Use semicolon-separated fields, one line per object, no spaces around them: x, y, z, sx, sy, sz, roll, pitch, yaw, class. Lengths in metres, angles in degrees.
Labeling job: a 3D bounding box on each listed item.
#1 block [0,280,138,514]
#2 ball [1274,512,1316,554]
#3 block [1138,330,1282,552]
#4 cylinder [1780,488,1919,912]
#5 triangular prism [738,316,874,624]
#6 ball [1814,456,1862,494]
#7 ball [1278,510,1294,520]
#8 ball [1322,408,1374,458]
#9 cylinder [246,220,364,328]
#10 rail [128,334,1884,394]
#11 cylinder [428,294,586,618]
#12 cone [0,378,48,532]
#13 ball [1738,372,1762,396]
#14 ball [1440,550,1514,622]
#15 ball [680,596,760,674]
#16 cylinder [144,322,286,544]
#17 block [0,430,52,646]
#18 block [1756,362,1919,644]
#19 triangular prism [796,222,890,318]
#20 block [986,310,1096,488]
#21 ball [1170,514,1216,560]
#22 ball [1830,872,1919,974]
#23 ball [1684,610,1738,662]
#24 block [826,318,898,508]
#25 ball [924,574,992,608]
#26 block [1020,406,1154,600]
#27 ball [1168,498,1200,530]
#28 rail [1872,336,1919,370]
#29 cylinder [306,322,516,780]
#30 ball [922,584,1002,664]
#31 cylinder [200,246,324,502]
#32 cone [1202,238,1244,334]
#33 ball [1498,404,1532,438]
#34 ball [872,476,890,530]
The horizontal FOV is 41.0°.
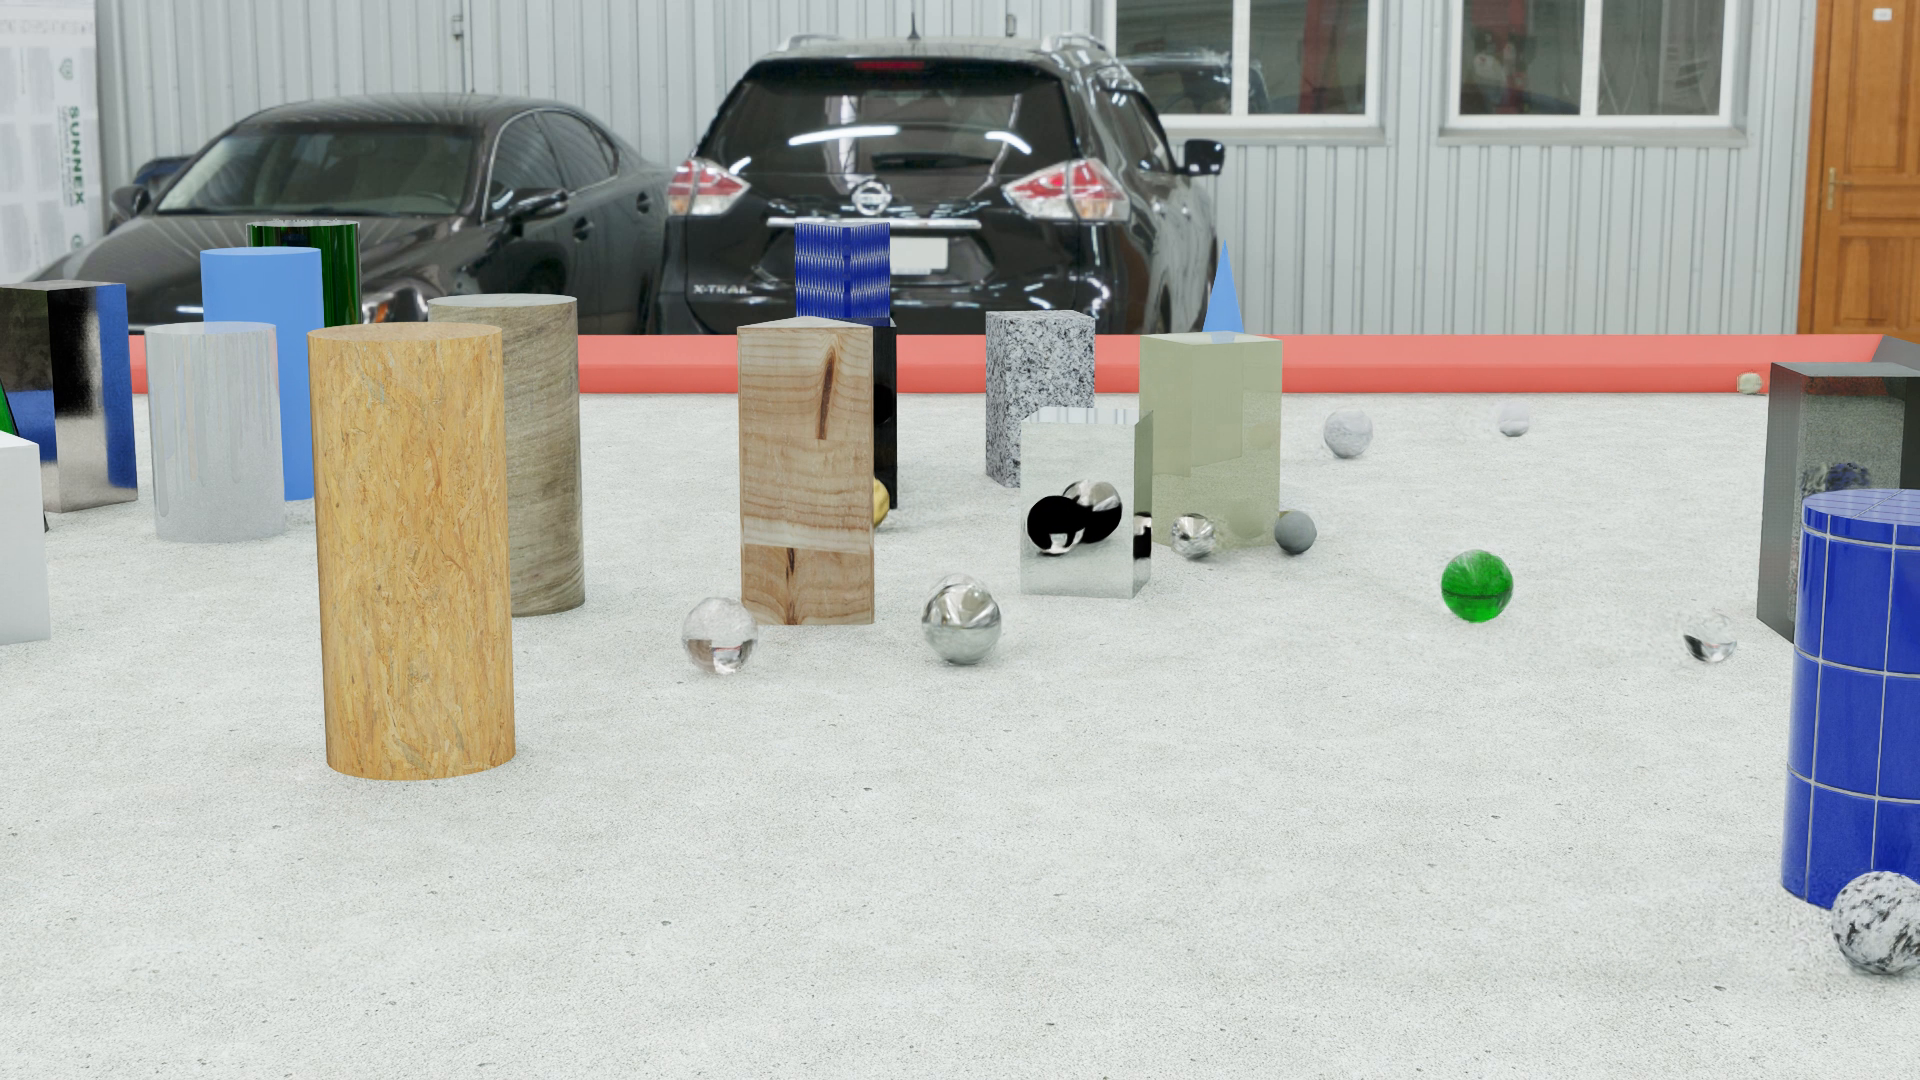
-1.504;-0.244;4.296;0.159;0.367;0.159;7;12;32;block
0.507;-0.011;3.875;0.063;0.063;0.063;0;10;0;ball
0.383;-0.154;3.953;0.159;0.316;0.159;-5;12;-25;block
0.837;0.142;2.265;0.198;0.347;0.198;0;10;0;cylinder
-0.203;-0.095;3.424;0.172;0.393;0.149;0;10;-2;triangular prism
1.488;-0.106;4.349;0.076;0.076;0.076;0;10;0;ball
0.507;-0.021;3.965;0.050;0.050;0.050;0;10;0;ball
0.730;-0.202;4.821;0.095;0.095;0.095;0;10;0;ball
-1.185;-0.352;4.664;0.198;0.446;0.198;0;10;0;cylinder
-0.013;-0.392;5.744;4.184;0.129;0.045;0;10;0;rail
-0.615;-0.118;3.483;0.198;0.415;0.198;0;10;0;cylinder
-1.543;-0.224;4.012;0.198;0.431;0.198;0;10;0;cone
1.767;-0.349;5.733;0.052;0.052;0.052;0;10;0;ball
0.685;0.060;3.397;0.096;0.096;0.096;0;10;0;ball
-0.290;0.116;3.103;0.094;0.094;0.094;0;10;0;ball
-1.168;-0.172;4.027;0.198;0.323;0.198;0;10;0;cylinder
-1.279;0.000;3.291;0.159;0.253;0.159;-8;13;-37;block
1.142;-0.050;3.317;0.159;0.343;0.159;0;10;1;block
-0.191;-0.359;4.712;0.149;0.442;0.172;-7;13;-35;triangular prism
0.141;-0.252;4.543;0.159;0.293;0.159;-2;11;-12;block
0.348;-0.006;3.831;0.068;0.068;0.068;0;10;0;ball
0.750;0.311;2.082;0.083;0.083;0.083;0;10;0;ball
0.927;0.119;3.167;0.065;0.065;0.065;0;10;0;ball
-0.190;-0.215;4.313;0.159;0.304;0.159;-1;11;-5;block
-0.001;0.086;3.278;0.088;0.088;0.088;0;10;0;ball
0.180;-0.055;3.616;0.159;0.243;0.159;3;11;13;block
0.355;-0.042;4.078;0.051;0.051;0.051;0;10;0;ball
2.068;0.031;3.460;0.045;0.129;4.717;0;10;0;rail
-0.575;0.007;2.702;0.198;0.454;0.198;0;10;0;cylinder
0.002;0.103;3.157;0.099;0.099;0.099;0;10;0;ball
-1.186;-0.286;4.390;0.198;0.416;0.198;0;10;0;cylinder
0.440;-0.284;4.306;0.198;0.443;0.198;0;10;0;cone
1.098;-0.236;5.083;0.066;0.066;0.066;0;10;0;ball
-0.156;-0.059;4.055;0.091;0.091;0.091;0;10;0;ball
